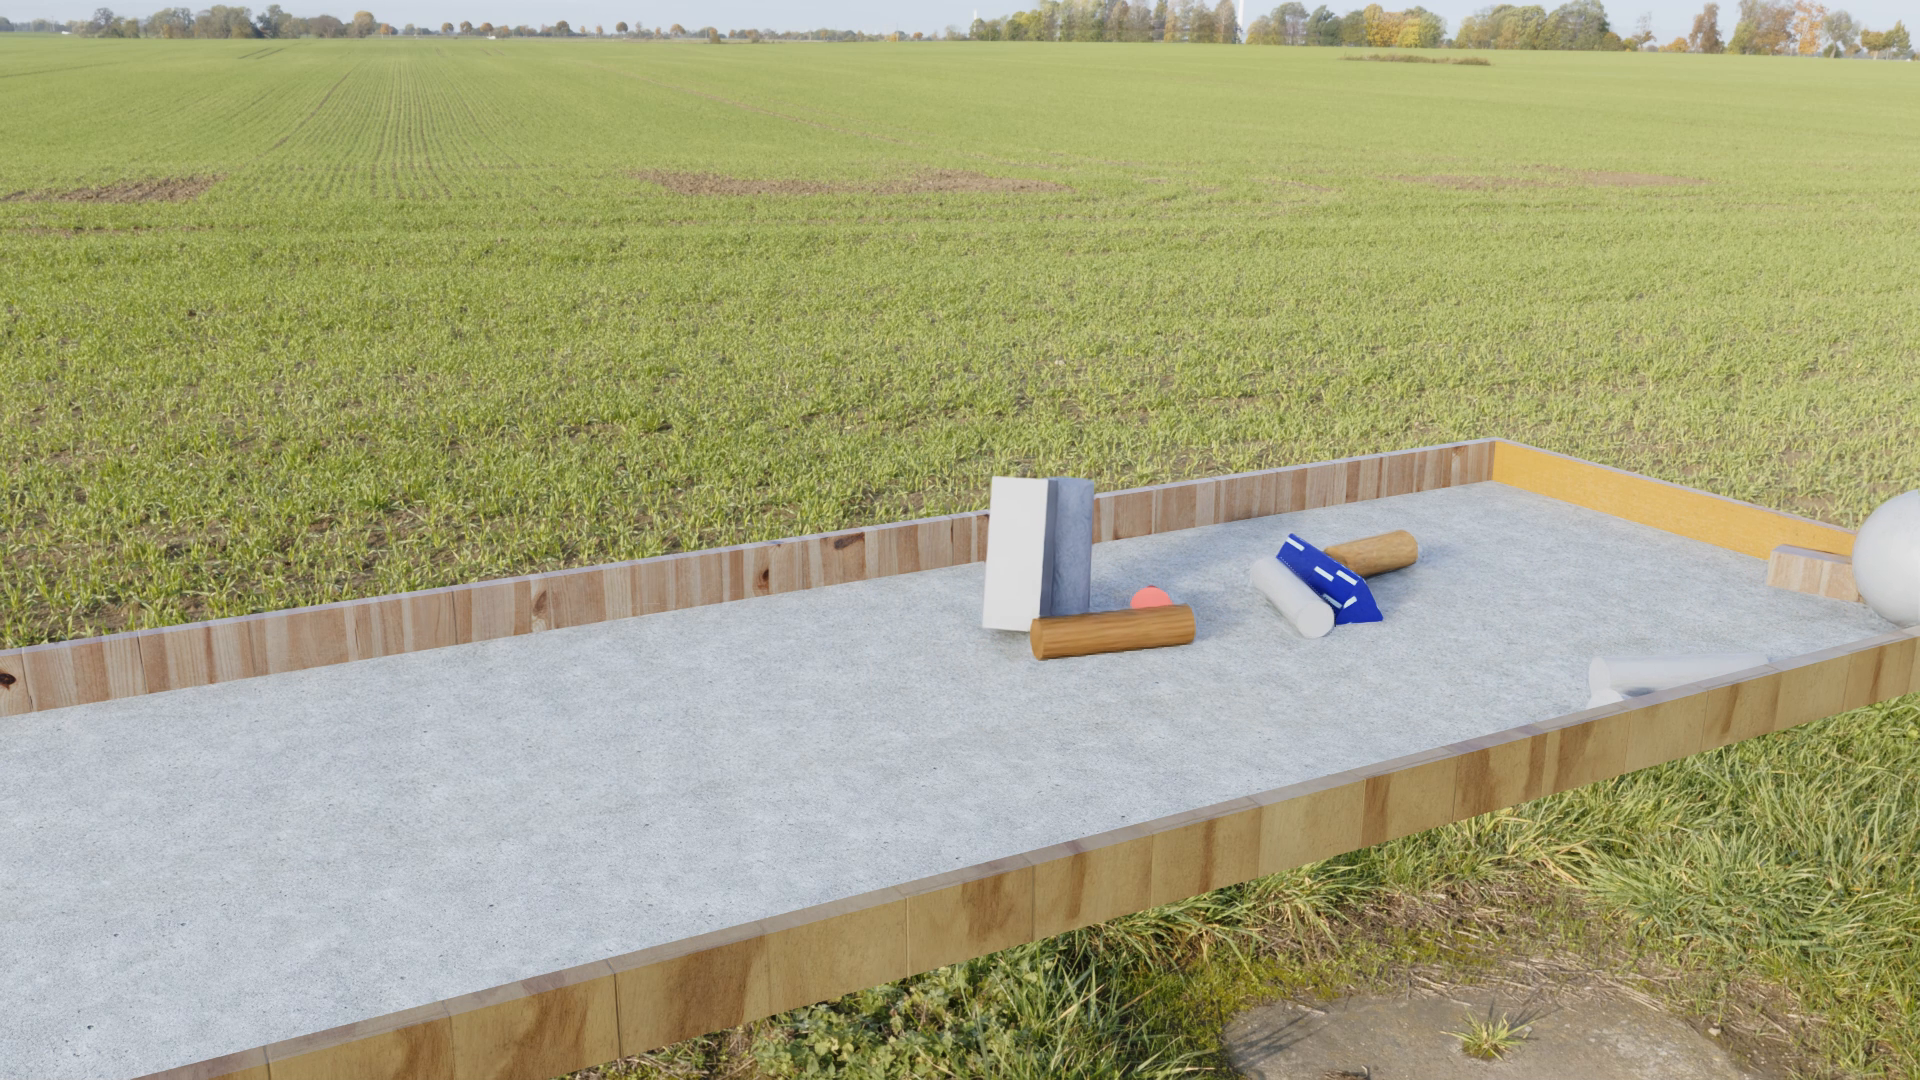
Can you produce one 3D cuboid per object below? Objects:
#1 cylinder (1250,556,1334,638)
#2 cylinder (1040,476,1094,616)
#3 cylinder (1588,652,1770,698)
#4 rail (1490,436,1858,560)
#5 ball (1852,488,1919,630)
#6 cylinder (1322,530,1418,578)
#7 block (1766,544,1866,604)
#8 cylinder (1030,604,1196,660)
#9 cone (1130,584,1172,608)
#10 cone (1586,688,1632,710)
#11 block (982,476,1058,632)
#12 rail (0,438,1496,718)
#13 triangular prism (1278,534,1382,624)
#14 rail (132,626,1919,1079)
[{"bbox_3d":[0.928,0.156,4.635,0.107,0.107,0.418,-2,17,-7],"label":"cylinder"},{"bbox_3d":[0.290,0.016,4.626,0.159,0.367,0.159,1,12,0],"label":"cylinder"},{"bbox_3d":[1.752,0.335,4.017,0.404,0.112,0.112,-1,16,-5],"label":"cylinder"},{"bbox_3d":[2.466,-0.048,5.253,0.050,0.150,2.100,-9,18,-27],"label":"rail"},{"bbox_3d":[2.599,0.057,4.395,0.394,0.394,0.394,0,16,0],"label":"ball"},{"bbox_3d":[1.235,0.052,4.979,0.312,0.112,0.112,-11,20,-33],"label":"cylinder"},{"bbox_3d":[2.566,0.106,4.810,0.361,0.105,0.105,15,22,41],"label":"block"},{"bbox_3d":[0.403,0.239,4.350,0.425,0.107,0.107,-5,17,-16],"label":"cylinder"},{"bbox_3d":[0.547,0.159,4.714,0.113,0.113,0.386,2,8,7],"label":"cone"},{"bbox_3d":[1.624,0.426,3.781,0.351,0.142,0.142,7,14,-19],"label":"cone"},{"bbox_3d":[0.165,0.037,4.465,0.152,0.406,0.152,4,2,14],"label":"block"},{"bbox_3d":[-3.305,0.497,3.399,12.000,0.150,0.050,-9,18,-27],"label":"rail"},{"bbox_3d":[1.051,0.103,4.767,0.147,0.127,0.458,-4,17,-13],"label":"triangular prism"},{"bbox_3d":[-2.336,1.006,1.665,12.000,0.150,0.050,-9,18,-27],"label":"rail"}]
